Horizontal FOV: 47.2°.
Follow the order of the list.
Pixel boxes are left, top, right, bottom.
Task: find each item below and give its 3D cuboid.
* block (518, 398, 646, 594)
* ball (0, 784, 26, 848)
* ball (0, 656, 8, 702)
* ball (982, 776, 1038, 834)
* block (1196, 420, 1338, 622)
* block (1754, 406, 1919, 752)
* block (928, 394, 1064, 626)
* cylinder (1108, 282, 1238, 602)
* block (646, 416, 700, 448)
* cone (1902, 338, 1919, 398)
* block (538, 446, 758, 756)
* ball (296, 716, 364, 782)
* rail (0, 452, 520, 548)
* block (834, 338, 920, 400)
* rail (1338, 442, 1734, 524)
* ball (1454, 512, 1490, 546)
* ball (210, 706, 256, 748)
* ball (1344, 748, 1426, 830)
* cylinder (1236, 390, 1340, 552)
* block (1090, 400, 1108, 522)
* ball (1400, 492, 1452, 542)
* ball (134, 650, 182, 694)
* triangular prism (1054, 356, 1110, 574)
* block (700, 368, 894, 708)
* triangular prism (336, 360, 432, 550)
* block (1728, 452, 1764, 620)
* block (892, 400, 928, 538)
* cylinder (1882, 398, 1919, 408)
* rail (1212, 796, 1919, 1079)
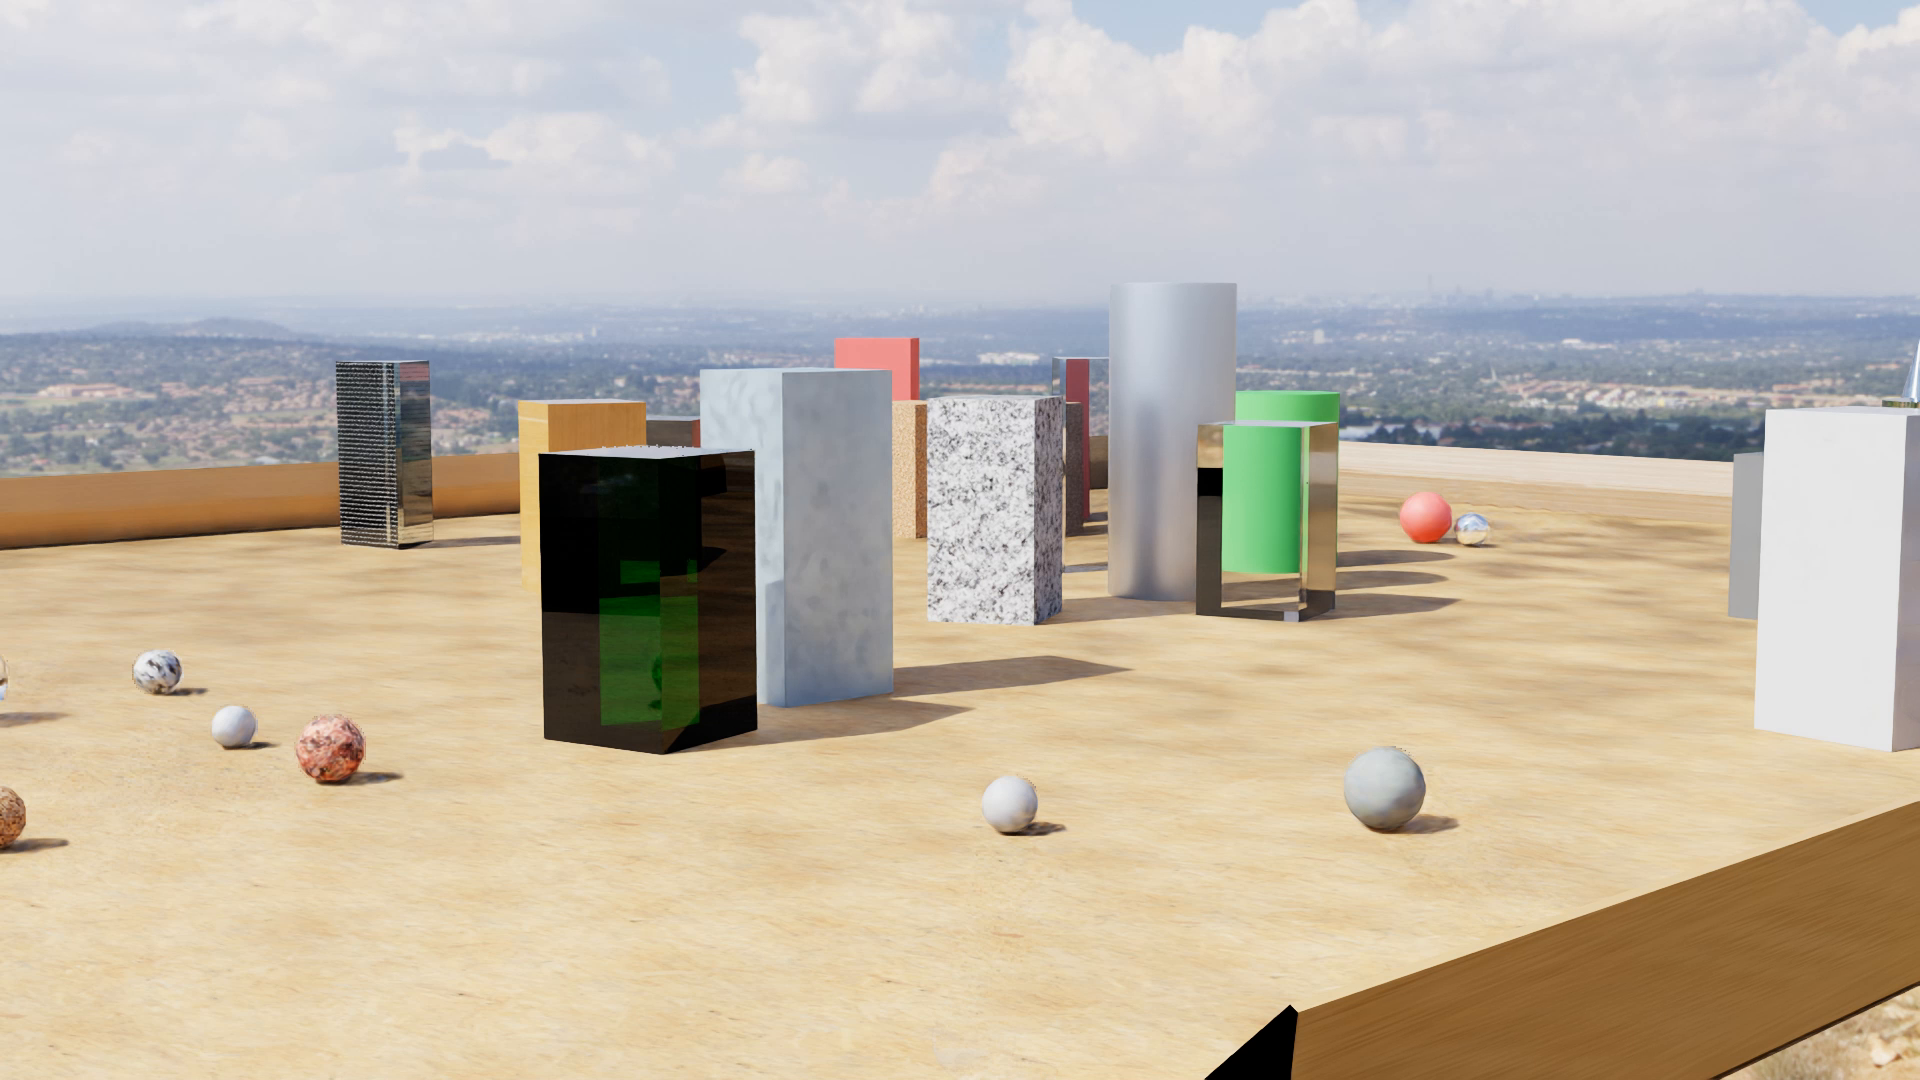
[{"bbox_3d":[-0.600,-0.070,3.501,0.158,0.301,0.158,-3,7,-27],"label":"block"},{"bbox_3d":[-0.802,0.229,1.820,0.055,0.055,0.055,0,6,0],"label":"ball"},{"bbox_3d":[-1.080,0.151,2.376,0.095,0.095,0.095,0,6,0],"label":"ball"},{"bbox_3d":[0.043,0.226,1.880,0.048,0.048,0.048,0,6,0],"label":"ball"},{"bbox_3d":[0.453,-0.032,3.242,0.158,0.280,0.158,3,7,28],"label":"block"},{"bbox_3d":[0.959,0.034,2.314,0.158,0.340,0.158,-4,7,-36],"label":"block"},{"bbox_3d":[0.052,-0.048,3.199,0.158,0.320,0.158,2,6,17],"label":"block"},{"bbox_3d":[0.332,-0.158,3.450,0.198,0.487,0.198,0,6,0],"label":"cylinder"},{"bbox_3d":[-0.542,-0.100,4.048,0.158,0.248,0.158,1,6,12],"label":"block"},{"bbox_3d":[1.488,-0.119,3.424,0.198,0.414,0.198,0,6,0],"label":"cone"},{"bbox_3d":[-0.325,0.057,2.302,0.158,0.298,0.158,4,7,32],"label":"block"},{"bbox_3d":[-0.596,0.198,2.083,0.063,0.063,0.063,0,6,0],"label":"ball"},{"bbox_3d":[-1.220,-0.104,4.647,4.067,0.129,0.045,-5,8,-42],"label":"rail"},{"bbox_3d":[-0.174,-0.235,4.668,0.158,0.387,0.158,1,6,6],"label":"block"},{"bbox_3d":[1.477,-0.108,4.687,0.045,0.129,3.645,-5,8,-42],"label":"rail"},{"bbox_3d":[0.968,-0.019,4.159,0.064,0.064,0.064,0,6,0],"label":"ball"},{"bbox_3d":[-0.742,0.191,2.245,0.044,0.044,0.044,0,6,0],"label":"ball"},{"bbox_3d":[0.365,0.214,1.894,0.070,0.070,0.070,0,6,0],"label":"ball"},{"bbox_3d":[0.565,-0.108,3.866,0.198,0.302,0.198,0,6,0],"label":"cylinder"},{"bbox_3d":[0.382,-0.167,4.656,0.158,0.255,0.158,-2,6,-22],"label":"block"},{"bbox_3d":[0.897,-0.044,4.231,0.099,0.099,0.099,0,6,0],"label":"ball"},{"bbox_3d":[-0.934,0.153,2.560,0.052,0.052,0.052,0,6,0],"label":"ball"},{"bbox_3d":[0.206,-0.136,3.830,0.171,0.363,0.148,-4,7,-32],"label":"triangular prism"},{"bbox_3d":[-0.190,-0.010,2.562,0.158,0.376,0.158,-5,8,-41],"label":"block"},{"bbox_3d":[-1.068,-0.166,4.193,0.171,0.349,0.148,4,7,35],"label":"triangular prism"},{"bbox_3d":[1.232,-0.005,3.189,0.158,0.238,0.158,-5,8,-41],"label":"block"},{"bbox_3d":[-0.093,-0.145,4.408,0.158,0.262,0.158,5,8,42],"label":"block"},{"bbox_3d":[1.222,-0.001,2.678,0.198,0.336,0.198,0,6,0],"label":"cylinder"},{"bbox_3d":[1.220,0.171,2.017,4.067,0.129,0.045,-5,8,-42],"label":"rail"}]
